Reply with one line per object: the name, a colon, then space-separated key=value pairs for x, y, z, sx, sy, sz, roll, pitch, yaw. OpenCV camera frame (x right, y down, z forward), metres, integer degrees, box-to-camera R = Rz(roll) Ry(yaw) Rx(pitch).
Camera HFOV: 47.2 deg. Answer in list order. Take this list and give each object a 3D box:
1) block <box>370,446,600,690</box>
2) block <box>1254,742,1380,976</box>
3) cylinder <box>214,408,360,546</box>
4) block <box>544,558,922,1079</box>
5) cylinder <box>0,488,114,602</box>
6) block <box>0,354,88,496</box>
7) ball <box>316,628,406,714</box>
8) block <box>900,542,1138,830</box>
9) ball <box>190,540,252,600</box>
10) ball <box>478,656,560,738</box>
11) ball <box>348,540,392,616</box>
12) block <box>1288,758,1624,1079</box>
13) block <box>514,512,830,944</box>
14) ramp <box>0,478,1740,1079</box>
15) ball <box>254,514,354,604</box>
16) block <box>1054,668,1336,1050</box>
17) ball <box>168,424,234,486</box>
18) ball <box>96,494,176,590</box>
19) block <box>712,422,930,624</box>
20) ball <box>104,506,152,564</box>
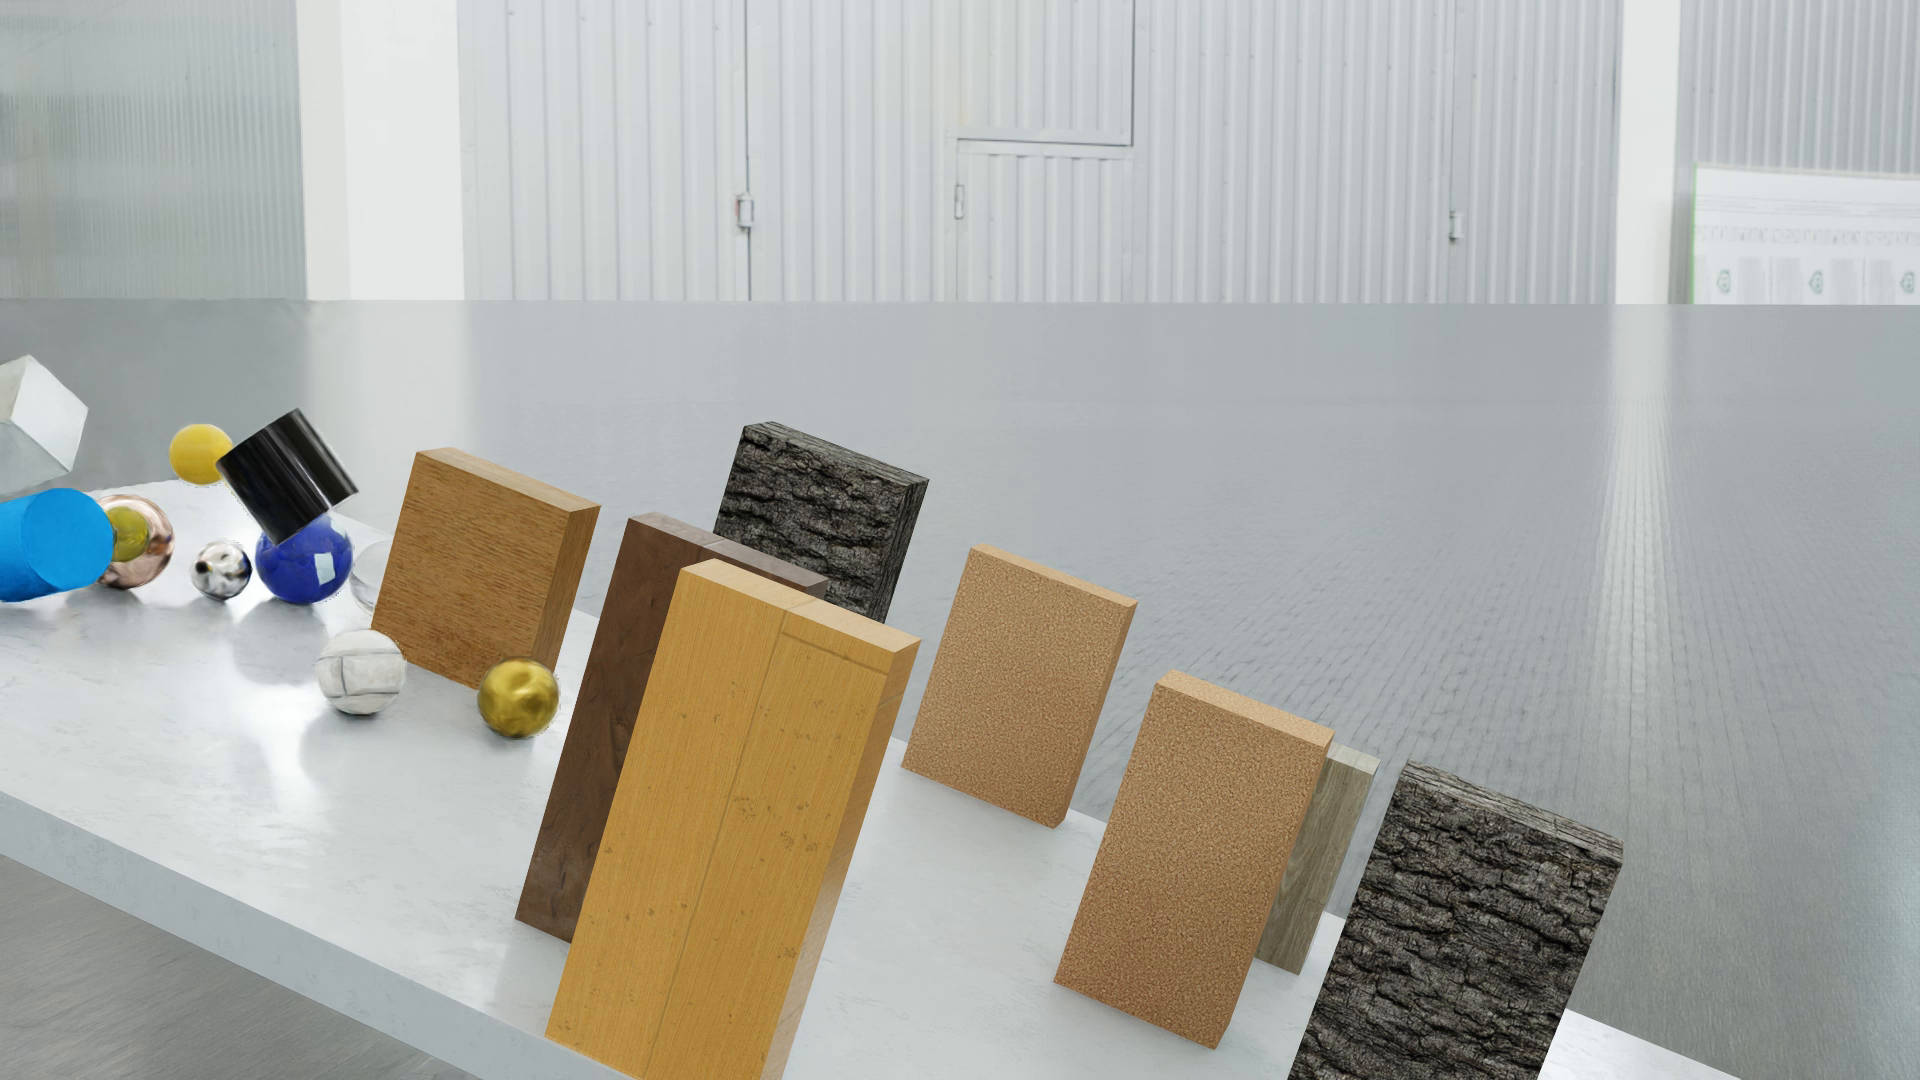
block: x=-1.013 y=0.074 z=4.670 sx=0.372 sy=0.436 sz=0.142 roll=21 pitch=12 yaw=14
block: x=0.596 y=0.602 z=4.563 sx=0.406 sy=0.451 sz=0.145 roll=21 pitch=12 yaw=14
cylinder: x=-1.367 y=-0.127 z=4.473 sx=0.204 sy=0.204 sz=0.204 roll=-34 pitch=8 yaw=6
block: x=-0.337 y=0.441 z=3.212 sx=0.336 sy=0.749 sz=0.121 roll=21 pitch=12 yaw=14
cylinder: x=-1.776 y=0.011 z=4.238 sx=0.195 sy=0.195 sz=0.195 roll=-10 pitch=0 yaw=35
block: x=-1.975 y=-0.238 z=4.597 sx=0.182 sy=0.182 sz=0.182 roll=-17 pitch=-41 yaw=15
ball: x=-1.164 y=0.256 z=4.278 sx=0.167 sy=0.167 sz=0.167 roll=0 pitch=7 yaw=0
block: x=0.131 y=0.326 z=4.944 sx=0.379 sy=0.535 sz=0.099 roll=21 pitch=12 yaw=14
ball: x=-1.567 y=0.065 z=4.665 sx=0.126 sy=0.126 sz=0.126 roll=0 pitch=7 yaw=0
ball: x=-0.887 y=0.316 z=4.419 sx=0.163 sy=0.163 sz=0.163 roll=0 pitch=7 yaw=0
ball: x=-1.260 y=0.090 z=4.869 sx=0.178 sy=0.178 sz=0.178 roll=0 pitch=7 yaw=0
block: x=0.778 y=0.749 z=3.576 sx=0.361 sy=0.687 sz=0.148 roll=21 pitch=12 yaw=14
block: x=-0.472 y=0.343 z=3.565 sx=0.316 sy=0.707 sz=0.102 roll=21 pitch=12 yaw=14
ramp: x=-0.355 y=0.669 z=4.225 sx=4.000 sy=0.100 sz=2.000 roll=21 pitch=12 yaw=14
ball: x=-1.431 y=0.036 z=4.795 sx=0.208 sy=0.208 sz=0.208 roll=0 pitch=7 yaw=0
block: x=0.429 y=0.583 z=4.038 sx=0.319 sy=0.602 sz=0.149 roll=21 pitch=12 yaw=14
ball: x=-1.693 y=-0.191 z=4.910 sx=0.140 sy=0.140 sz=0.140 roll=0 pitch=7 yaw=0
ball: x=-1.725 y=0.003 z=4.538 sx=0.199 sy=0.199 sz=0.199 roll=0 pitch=7 yaw=0
block: x=-0.344 y=0.212 z=4.127 sx=0.328 sy=0.798 sz=0.140 roll=21 pitch=12 yaw=14
ball: x=-1.662 y=-0.011 z=4.351 sx=0.115 sy=0.115 sz=0.115 roll=0 pitch=7 yaw=0
